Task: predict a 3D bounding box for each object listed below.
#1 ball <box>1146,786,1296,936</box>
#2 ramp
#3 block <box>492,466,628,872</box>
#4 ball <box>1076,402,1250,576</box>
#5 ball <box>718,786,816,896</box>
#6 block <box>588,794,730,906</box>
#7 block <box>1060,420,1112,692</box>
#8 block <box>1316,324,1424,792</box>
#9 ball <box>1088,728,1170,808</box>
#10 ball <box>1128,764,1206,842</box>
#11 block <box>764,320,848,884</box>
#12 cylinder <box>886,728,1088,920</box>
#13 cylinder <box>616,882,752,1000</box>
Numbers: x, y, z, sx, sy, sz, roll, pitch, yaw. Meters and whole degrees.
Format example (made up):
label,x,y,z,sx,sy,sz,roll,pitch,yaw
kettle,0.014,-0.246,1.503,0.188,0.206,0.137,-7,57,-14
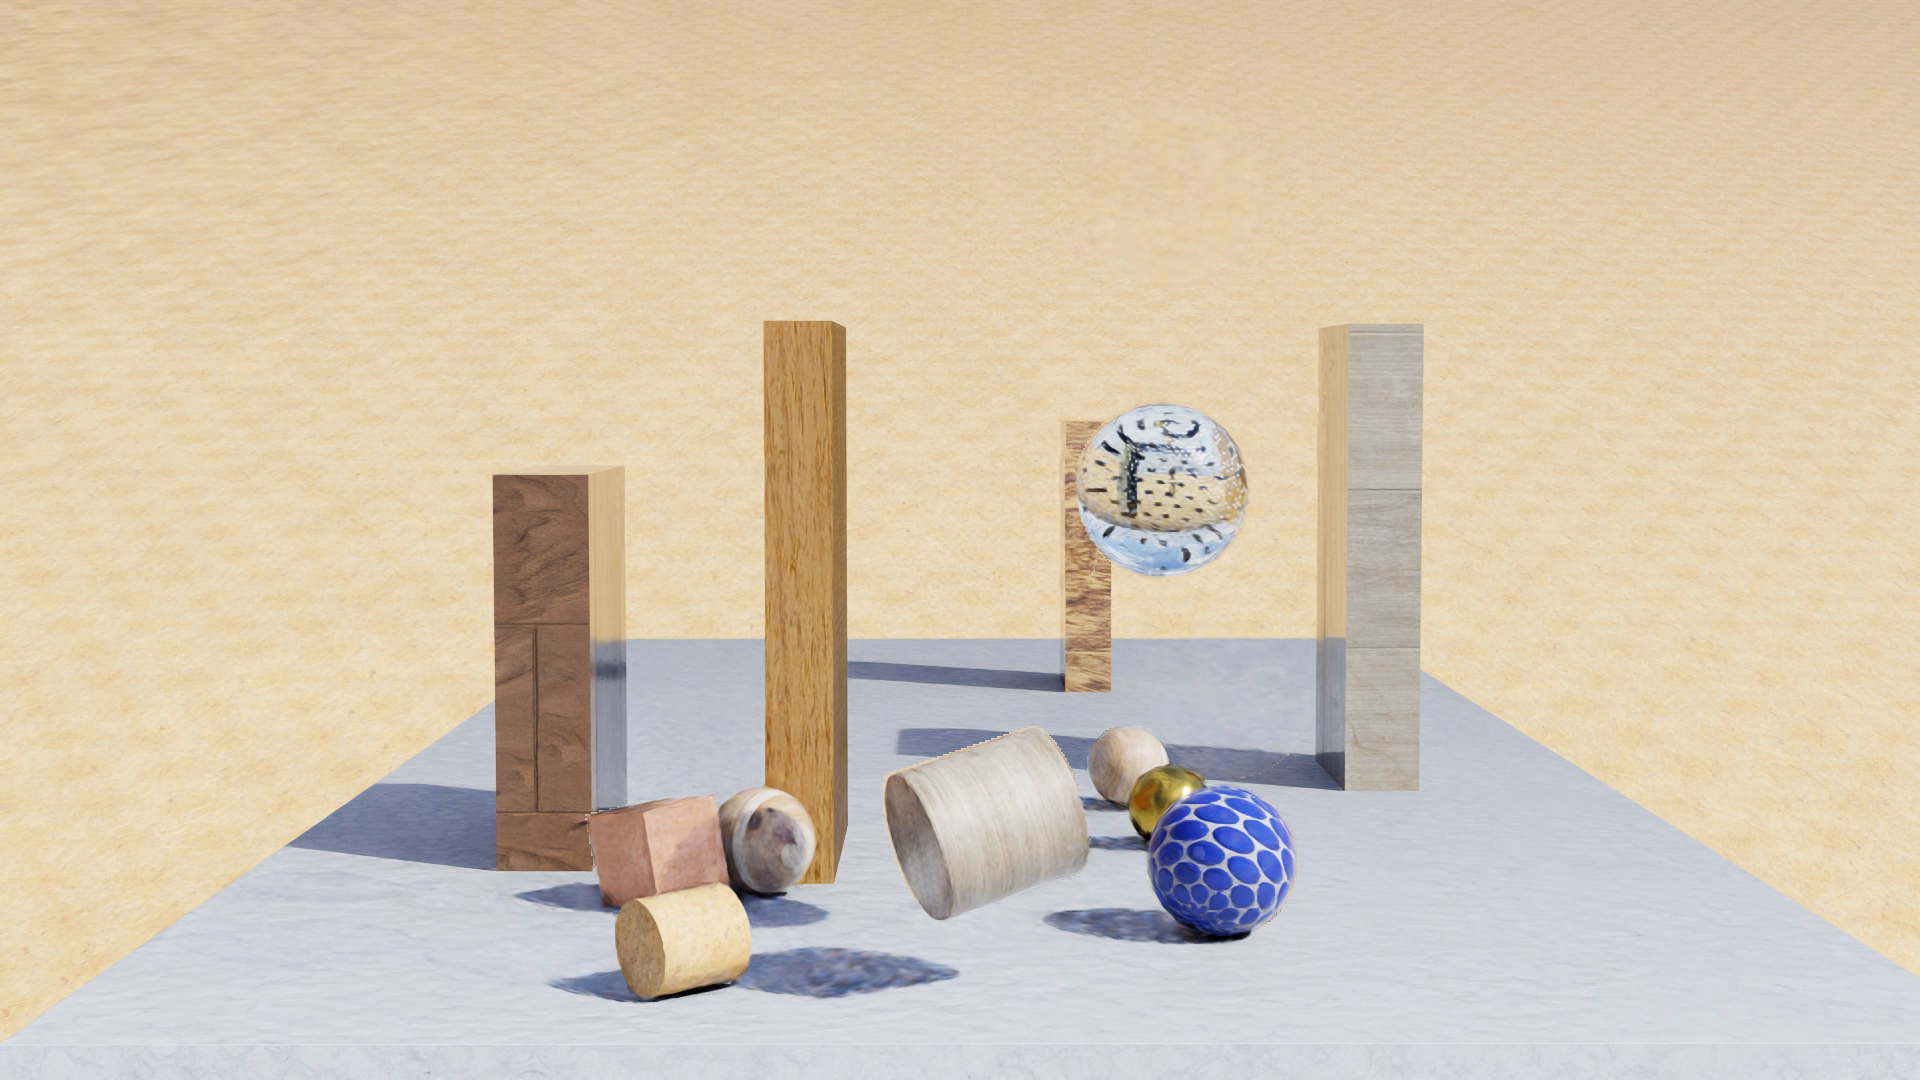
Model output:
label,x,y,z,sx,sy,sz,roll,pitch,yaw
ball,0.308,0.379,3.029,0.175,0.175,0.175,0,20,0
ramp,0.047,0.424,4.534,2.000,0.100,4.000,0,4,0
block,-0.555,0.166,3.596,0.127,0.530,0.373,0,4,0
ball,0.225,-0.056,2.856,0.193,0.193,0.193,0,20,0
ball,-0.252,0.383,3.267,0.138,0.138,0.138,0,20,0
block,-0.375,0.387,3.198,0.113,0.113,0.113,-9,0,-45
block,0.269,0.027,5.523,0.096,0.569,0.292,0,4,0
block,0.672,0.019,4.238,0.118,0.743,0.336,0,4,0
ball,0.259,0.349,3.935,0.123,0.123,0.123,0,20,0
ball,0.293,0.373,3.596,0.116,0.116,0.116,0,20,0
block,-0.209,0.070,3.535,0.088,0.730,0.436,0,4,0
cylinder,0.027,0.302,2.735,0.162,0.162,0.162,-17,25,-20
cylinder,-0.297,0.428,2.749,0.106,0.106,0.106,-8,21,-36
